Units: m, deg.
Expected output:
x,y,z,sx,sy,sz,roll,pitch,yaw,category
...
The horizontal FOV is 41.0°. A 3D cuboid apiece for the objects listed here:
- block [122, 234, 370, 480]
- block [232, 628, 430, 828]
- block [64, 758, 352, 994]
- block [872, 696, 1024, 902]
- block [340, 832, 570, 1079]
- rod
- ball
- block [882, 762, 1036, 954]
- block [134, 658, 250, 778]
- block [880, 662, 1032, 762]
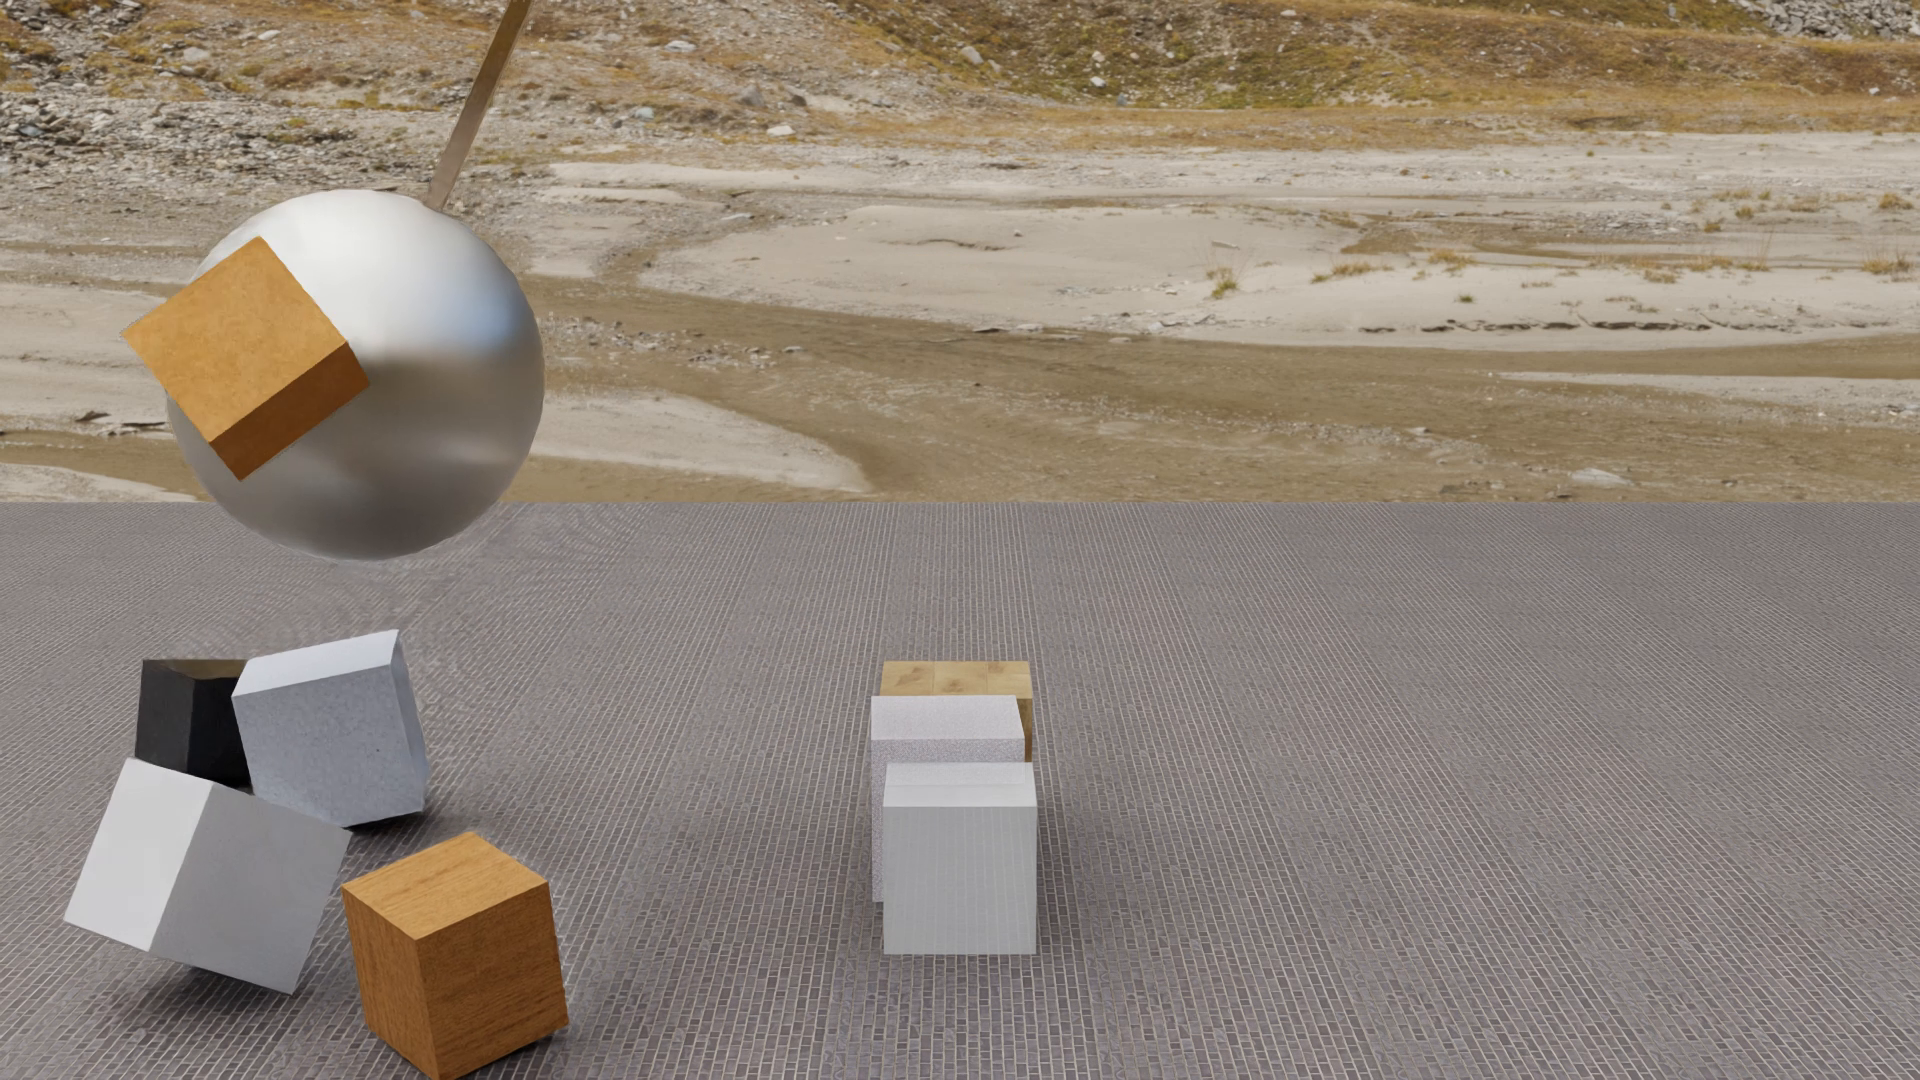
x,y,z,sx,sy,sz,roll,pitch,yaw,category
-2.680,-0.679,9.675,0.619,0.536,0.535,-39,-9,-11,block
-2.973,0.918,12.191,0.725,0.715,0.770,-12,12,-7,block
-2.893,1.293,9.887,0.622,0.656,0.667,7,-17,42,block
-0.063,1.130,11.342,0.653,0.719,0.774,0,10,-2,block
-1.816,1.496,9.239,0.534,0.598,0.535,-22,29,-36,block
-1.124,-3.722,10.504,0.080,5.200,0.080,25,9,-4,rod
-2.594,-0.706,11.052,1.600,1.600,1.600,0,10,0,ball
-0.001,1.310,10.633,0.615,0.619,0.666,0,10,0,block
-3.745,0.897,12.992,0.605,0.501,0.575,2,6,-43,block
-0.019,0.999,12.104,0.696,0.703,0.751,0,10,0,block
